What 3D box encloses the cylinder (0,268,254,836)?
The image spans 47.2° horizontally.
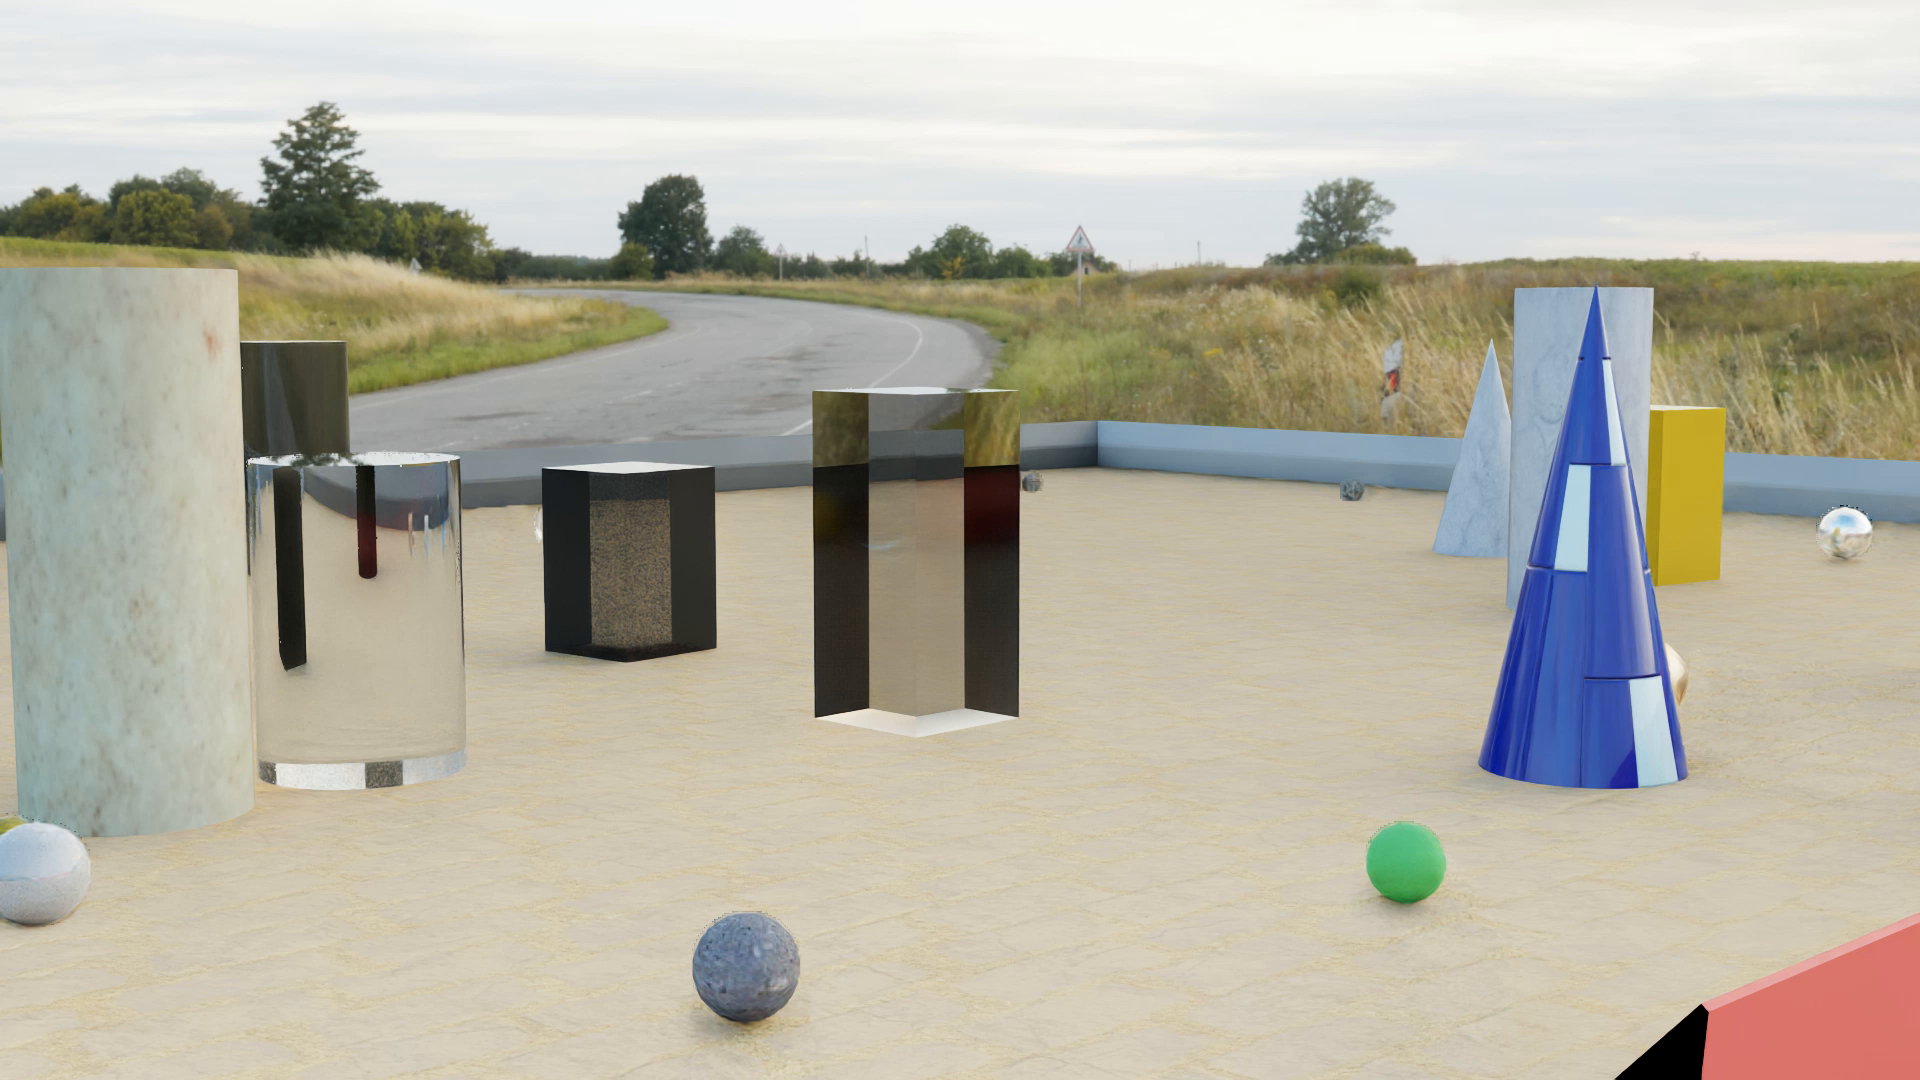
[{"bbox_3d":[-0.734,0.003,1.940,0.198,0.480,0.198,0,6,0],"label":"cylinder"}]

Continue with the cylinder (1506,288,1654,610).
[{"bbox_3d":[0.923,-0.135,3.280,0.198,0.478,0.198,0,6,0],"label":"cylinder"}]

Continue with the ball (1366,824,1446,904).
[{"bbox_3d":[0.337,0.244,1.660,0.059,0.059,0.059,0,6,0],"label":"ball"}]

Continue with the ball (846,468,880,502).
[{"bbox_3d":[-0.224,-0.126,5.111,0.080,0.080,0.080,0,6,0],"label":"ball"}]

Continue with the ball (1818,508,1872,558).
[{"bbox_3d":[1.594,-0.012,3.959,0.091,0.091,0.091,0,6,0],"label":"ball"}]

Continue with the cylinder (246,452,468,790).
[{"bbox_3d":[-0.583,0.072,2.133,0.198,0.302,0.198,0,6,0],"label":"cylinder"}]

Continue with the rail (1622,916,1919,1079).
[{"bbox_3d":[1.306,0.180,1.924,4.674,0.129,0.045,-5,8,-42],"label":"rail"}]

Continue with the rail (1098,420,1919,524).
[{"bbox_3d":[1.700,-0.129,4.892,0.045,0.129,3.898,-5,8,-42],"label":"rail"}]

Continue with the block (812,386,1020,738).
[{"bbox_3d":[-0.047,0.017,2.393,0.159,0.359,0.159,6,8,44],"label":"block"}]

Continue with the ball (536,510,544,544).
[{"bbox_3d":[-0.749,-0.027,4.114,0.089,0.089,0.089,0,6,0],"label":"ball"}]

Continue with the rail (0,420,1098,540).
[{"bbox_3d":[-1.306,-0.113,4.739,4.674,0.129,0.045,-5,8,-42],"label":"rail"}]

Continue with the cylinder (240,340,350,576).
[{"bbox_3d":[-1.149,-0.144,3.774,0.198,0.392,0.198,0,6,0],"label":"cylinder"}]

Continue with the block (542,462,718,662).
[{"bbox_3d":[-0.433,0.025,2.887,0.159,0.241,0.159,5,8,39],"label":"block"}]

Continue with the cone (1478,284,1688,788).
[{"bbox_3d":[0.609,-0.013,2.128,0.198,0.473,0.198,0,6,0],"label":"cone"}]

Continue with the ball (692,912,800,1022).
[{"bbox_3d":[-0.134,0.268,1.382,0.068,0.068,0.068,0,6,0],"label":"ball"}]

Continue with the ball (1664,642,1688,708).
[{"bbox_3d":[0.741,0.152,2.386,0.092,0.092,0.092,0,6,0],"label":"ball"}]

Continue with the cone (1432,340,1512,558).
[{"bbox_3d":[0.977,-0.175,4.060,0.198,0.396,0.198,0,6,0],"label":"cone"}]

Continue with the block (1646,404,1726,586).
[{"bbox_3d":[1.153,-0.078,3.661,0.159,0.285,0.159,-4,7,-34],"label":"block"}]

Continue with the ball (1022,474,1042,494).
[{"bbox_3d":[0.175,-0.137,5.369,0.048,0.048,0.048,0,6,0],"label":"ball"}]

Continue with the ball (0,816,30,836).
[{"bbox_3d":[-0.751,0.242,1.734,0.048,0.048,0.048,0,6,0],"label":"ball"}]

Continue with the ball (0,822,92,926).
[{"bbox_3d":[-0.671,0.243,1.598,0.075,0.075,0.075,0,6,0],"label":"ball"}]

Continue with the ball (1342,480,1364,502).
[{"bbox_3d":[0.916,-0.113,5.130,0.050,0.050,0.050,0,6,0],"label":"ball"}]
